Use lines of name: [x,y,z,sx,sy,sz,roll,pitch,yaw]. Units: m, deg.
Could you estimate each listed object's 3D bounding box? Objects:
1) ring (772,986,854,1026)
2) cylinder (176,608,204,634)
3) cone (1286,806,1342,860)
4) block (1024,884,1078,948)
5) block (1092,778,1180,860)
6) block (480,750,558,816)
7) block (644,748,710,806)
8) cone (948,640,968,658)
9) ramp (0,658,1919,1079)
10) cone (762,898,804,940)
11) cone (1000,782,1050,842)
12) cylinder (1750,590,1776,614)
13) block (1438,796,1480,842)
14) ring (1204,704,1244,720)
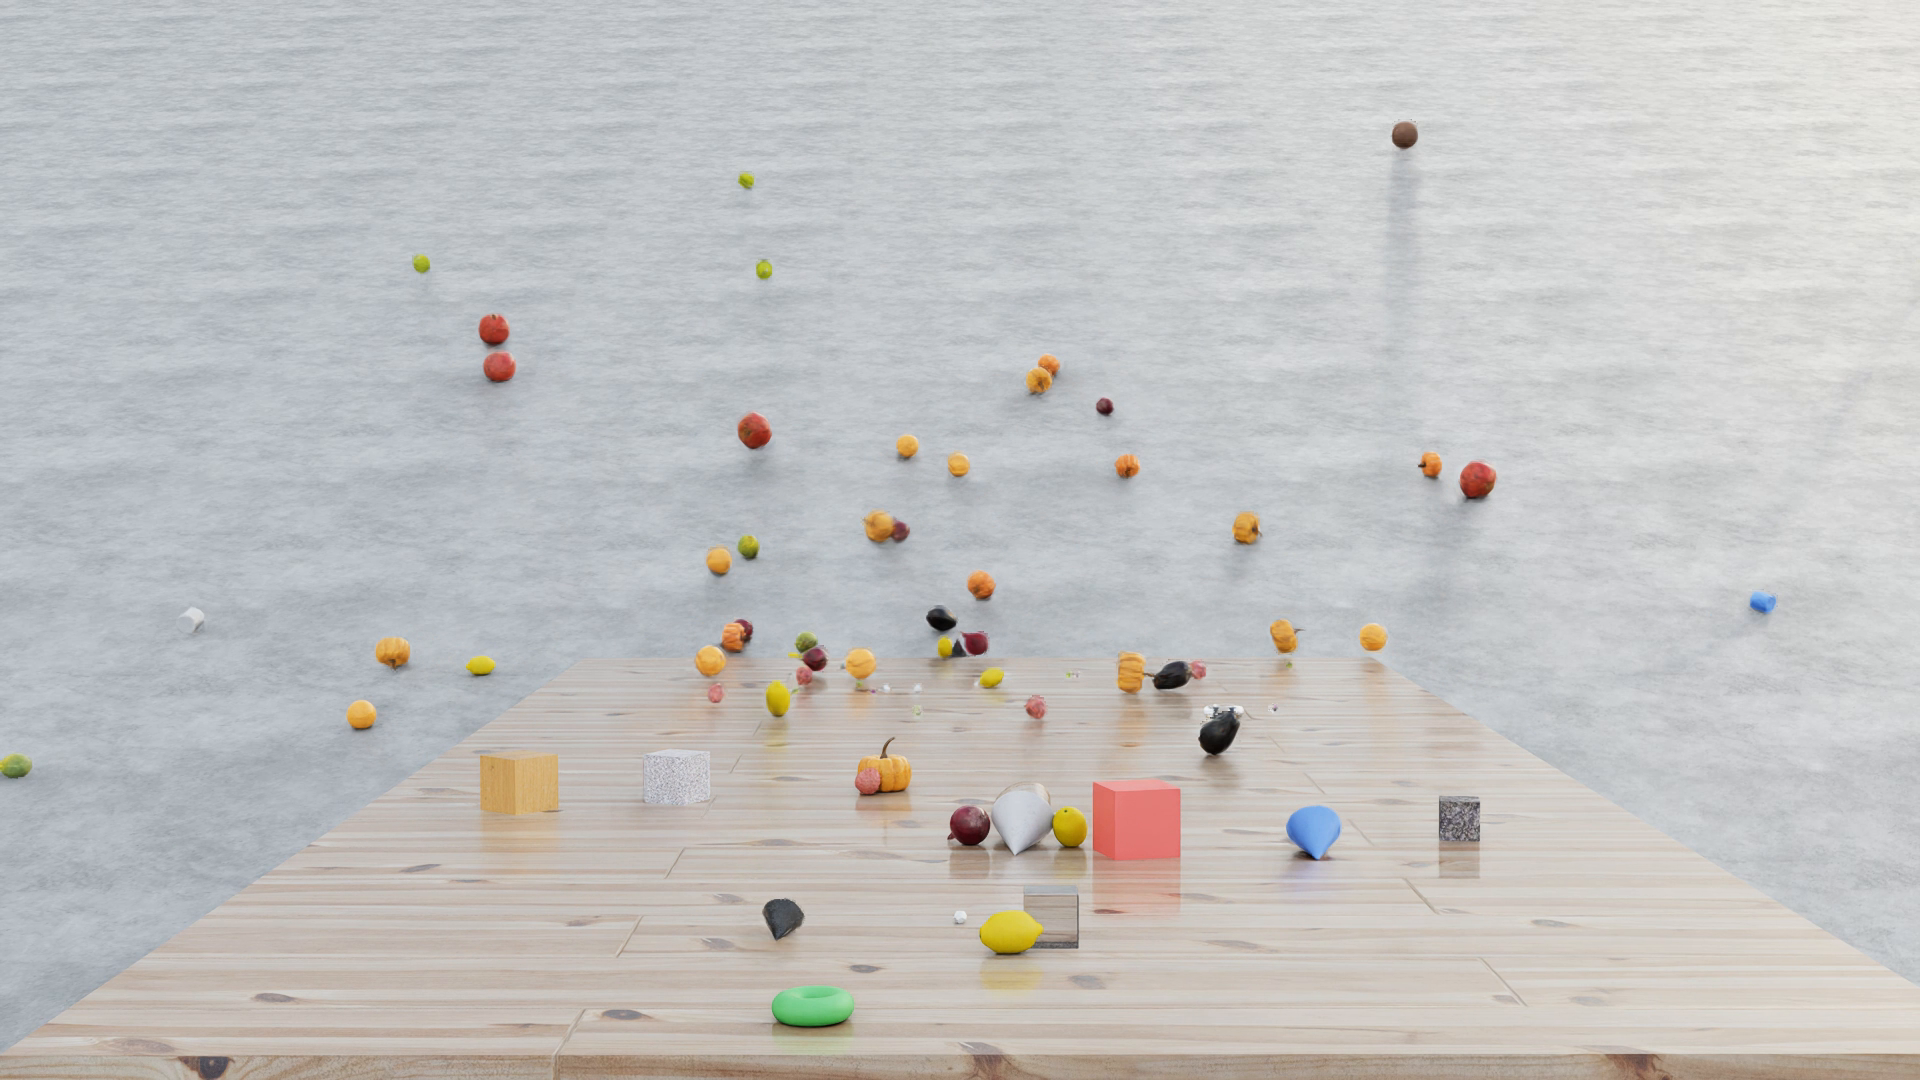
ring: [-0.153,0.485,2.677,0.087,0.029,0.087,-2,3,0]
cylinder: [-2.071,0.216,6.922,0.053,0.053,0.053,4,22,10]
cone: [0.505,0.431,3.645,0.078,0.078,0.078,1,30,2]
block: [0.108,0.448,3.056,0.064,0.064,0.064,0,3,0]
block: [0.252,0.399,3.670,0.098,0.098,0.098,-1,3,-16]
block: [-0.699,0.384,4.075,0.087,0.087,0.087,3,4,41]
block: [-0.459,0.384,4.165,0.077,0.077,0.077,1,3,27]
cone: [-0.006,0.284,6.749,0.054,0.054,0.054,0,22,0]
ramp: [0.050,0.453,4.532,2.000,0.100,4.000,0,3,0]
cone: [-0.217,0.467,3.092,0.050,0.050,0.050,2,30,5]
cone: [0.105,0.420,3.797,0.092,0.092,0.092,-6,31,-16]
cylinder: [2.199,0.169,7.043,0.051,0.051,0.051,-19,30,-40]
block: [0.738,0.411,3.800,0.058,0.058,0.058,0,3,9]
ring: [0.540,0.351,5.258,0.083,0.028,0.083,-1,4,0]
